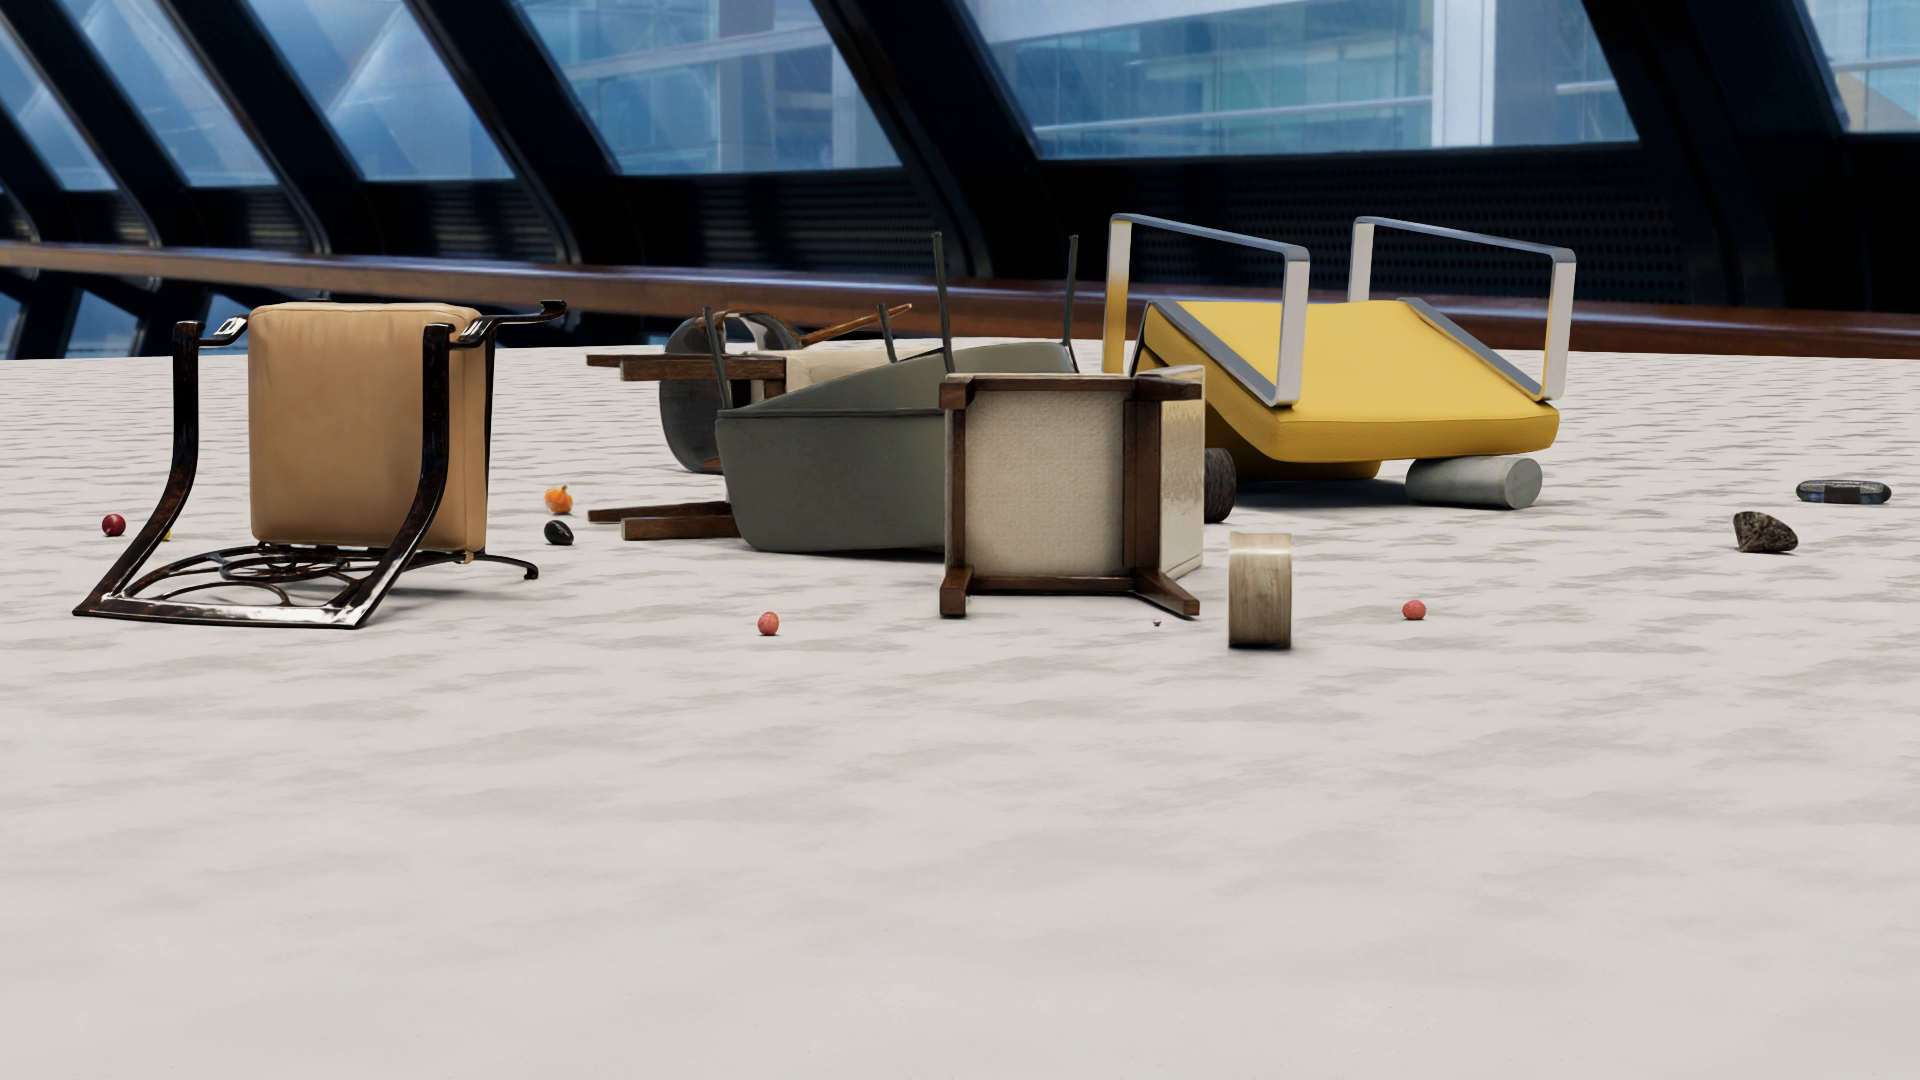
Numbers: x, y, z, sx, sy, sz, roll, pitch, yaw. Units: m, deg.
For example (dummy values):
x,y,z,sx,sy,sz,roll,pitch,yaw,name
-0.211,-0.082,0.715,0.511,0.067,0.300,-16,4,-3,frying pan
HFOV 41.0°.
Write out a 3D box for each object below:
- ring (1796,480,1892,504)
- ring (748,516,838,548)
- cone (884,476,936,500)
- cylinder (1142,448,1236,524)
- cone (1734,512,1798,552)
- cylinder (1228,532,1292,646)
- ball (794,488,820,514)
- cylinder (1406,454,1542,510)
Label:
x,y,z,sx,sy,sz,roll,pitch,yaw,name
2.574,-0.140,7.476,0.270,0.062,0.144,3,8,28,ring
-0.412,-0.020,6.322,0.222,0.060,0.230,-1,6,-15,ring
-0.167,-0.139,7.587,0.146,0.073,0.134,-13,-4,25,cone
0.609,-0.143,6.832,0.198,0.201,0.155,-3,14,-28,cylinder
1.895,0.004,6.133,0.086,0.117,0.223,-38,18,-14,cone
0.535,0.088,4.573,0.109,0.201,0.210,1,-21,7,cylinder
-0.423,-0.110,7.118,0.074,0.074,0.074,0,6,0,ball
1.474,-0.170,7.358,0.307,0.143,0.251,4,11,37,cylinder
